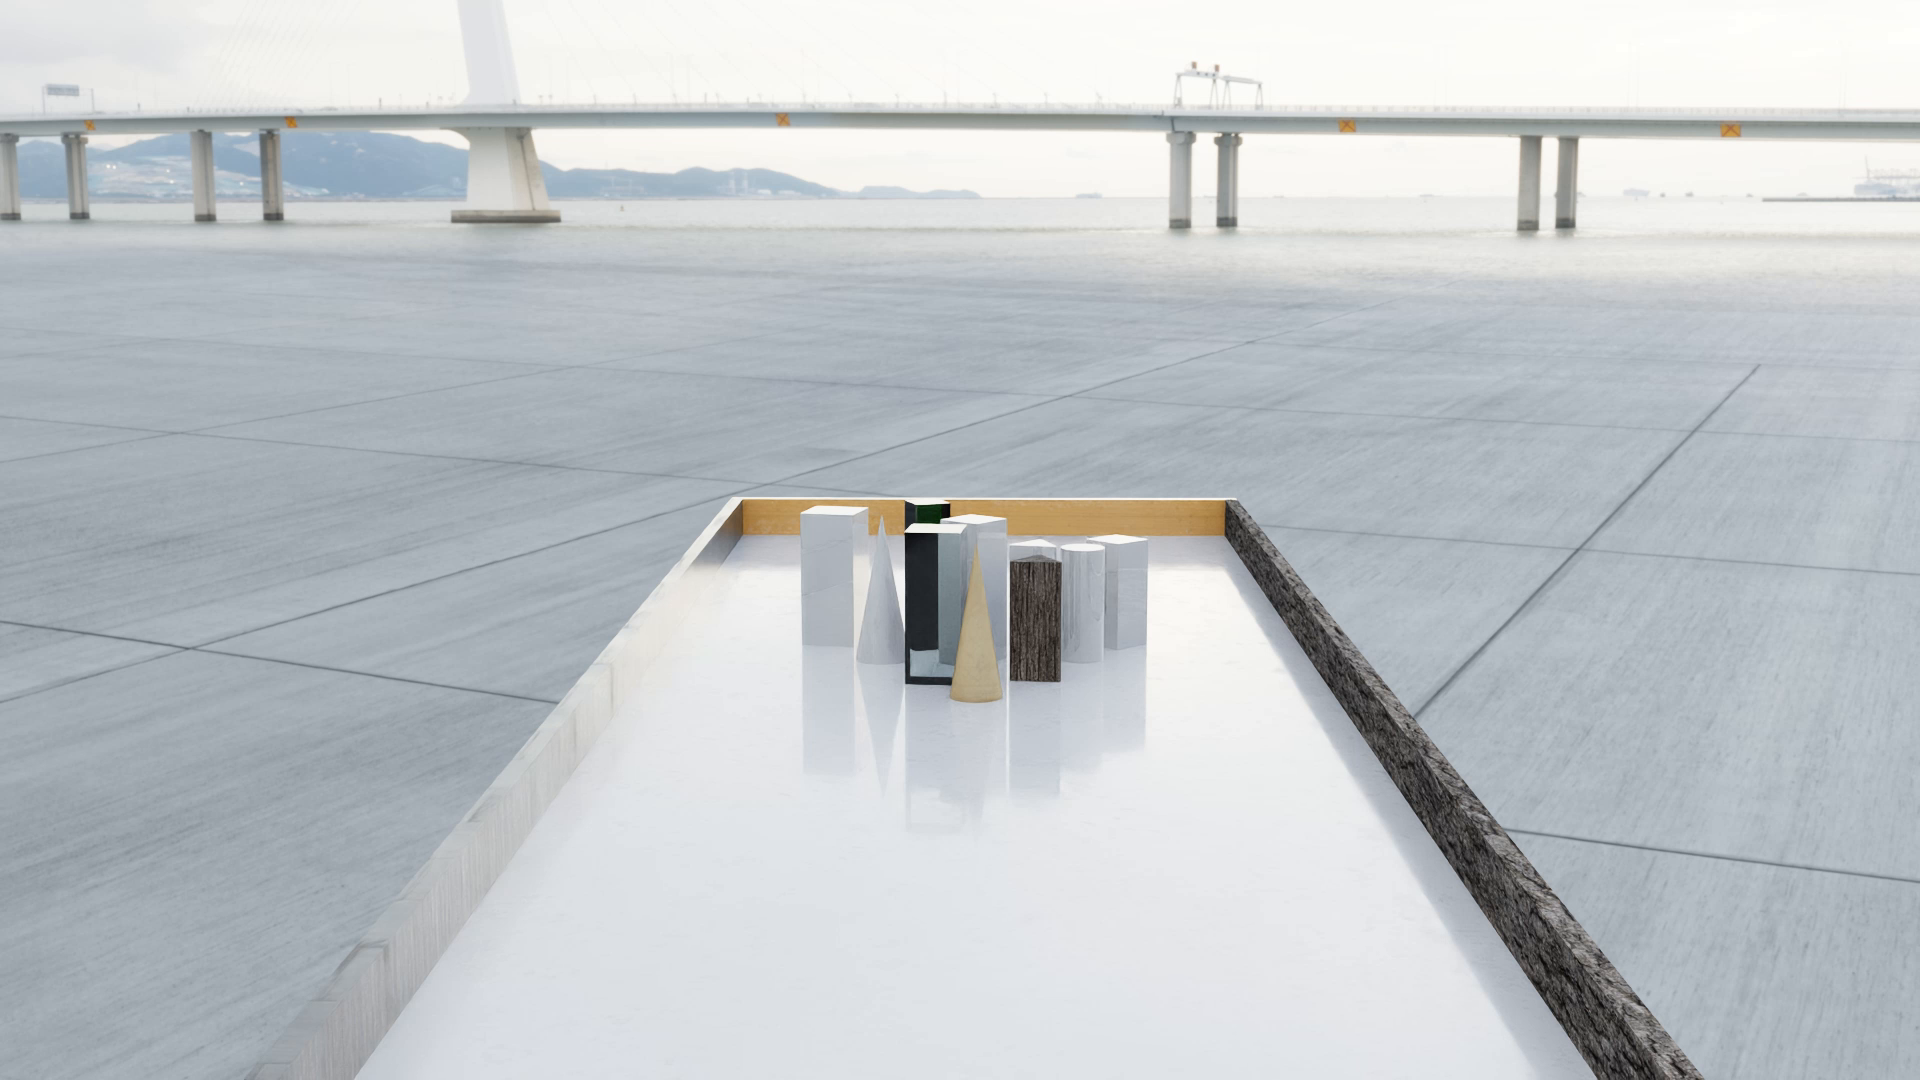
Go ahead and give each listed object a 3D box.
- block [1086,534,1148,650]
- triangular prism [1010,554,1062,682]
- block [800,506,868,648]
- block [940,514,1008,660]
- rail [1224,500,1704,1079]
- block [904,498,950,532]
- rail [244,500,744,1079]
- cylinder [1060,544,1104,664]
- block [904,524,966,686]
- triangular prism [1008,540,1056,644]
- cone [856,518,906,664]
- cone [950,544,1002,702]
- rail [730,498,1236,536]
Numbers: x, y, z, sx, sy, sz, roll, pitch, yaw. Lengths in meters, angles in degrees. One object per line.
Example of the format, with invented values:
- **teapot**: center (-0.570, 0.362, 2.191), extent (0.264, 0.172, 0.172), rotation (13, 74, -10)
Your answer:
- **block**: center (0.493, 0.163, 6.912), extent (0.137, 0.335, 0.137), rotation (-8, 12, -42)
- **triangular prism**: center (0.227, 0.228, 6.443), extent (0.147, 0.354, 0.127), rotation (1, 9, 7)
- **block**: center (-0.395, 0.113, 6.956), extent (0.172, 0.419, 0.172), rotation (2, 9, 14)
- **block**: center (0.042, 0.150, 6.686), extent (0.143, 0.432, 0.143), rotation (7, 12, 39)
- **rail**: center (1.046, 0.843, 3.208), extent (0.050, 0.150, 12.000), rotation (0, 9, 1)
- **block**: center (-0.102, 0.103, 6.916), extent (0.111, 0.452, 0.111), rotation (-4, 10, -22)
- **rail**: center (-1.004, 0.839, 3.234), extent (0.050, 0.150, 12.000), rotation (0, 9, 1)
- **cylinder**: center (0.372, 0.193, 6.692), extent (0.134, 0.345, 0.134), rotation (0, 9, 0)
- **block**: center (-0.069, 0.187, 6.408), extent (0.162, 0.446, 0.162), rotation (1, 9, 6)
- **triangular prism**: center (0.241, 0.165, 6.952), extent (0.149, 0.318, 0.129), rotation (2, 9, 13)
- **cone**: center (-0.236, 0.141, 6.679), extent (0.166, 0.451, 0.166), rotation (0, 9, 0)
- **cone**: center (0.046, 0.223, 6.179), extent (0.152, 0.446, 0.152), rotation (0, 9, 0)
- **rail**: center (0.099, -0.098, 9.147), extent (2.100, 0.150, 0.050), rotation (0, 9, 1)
